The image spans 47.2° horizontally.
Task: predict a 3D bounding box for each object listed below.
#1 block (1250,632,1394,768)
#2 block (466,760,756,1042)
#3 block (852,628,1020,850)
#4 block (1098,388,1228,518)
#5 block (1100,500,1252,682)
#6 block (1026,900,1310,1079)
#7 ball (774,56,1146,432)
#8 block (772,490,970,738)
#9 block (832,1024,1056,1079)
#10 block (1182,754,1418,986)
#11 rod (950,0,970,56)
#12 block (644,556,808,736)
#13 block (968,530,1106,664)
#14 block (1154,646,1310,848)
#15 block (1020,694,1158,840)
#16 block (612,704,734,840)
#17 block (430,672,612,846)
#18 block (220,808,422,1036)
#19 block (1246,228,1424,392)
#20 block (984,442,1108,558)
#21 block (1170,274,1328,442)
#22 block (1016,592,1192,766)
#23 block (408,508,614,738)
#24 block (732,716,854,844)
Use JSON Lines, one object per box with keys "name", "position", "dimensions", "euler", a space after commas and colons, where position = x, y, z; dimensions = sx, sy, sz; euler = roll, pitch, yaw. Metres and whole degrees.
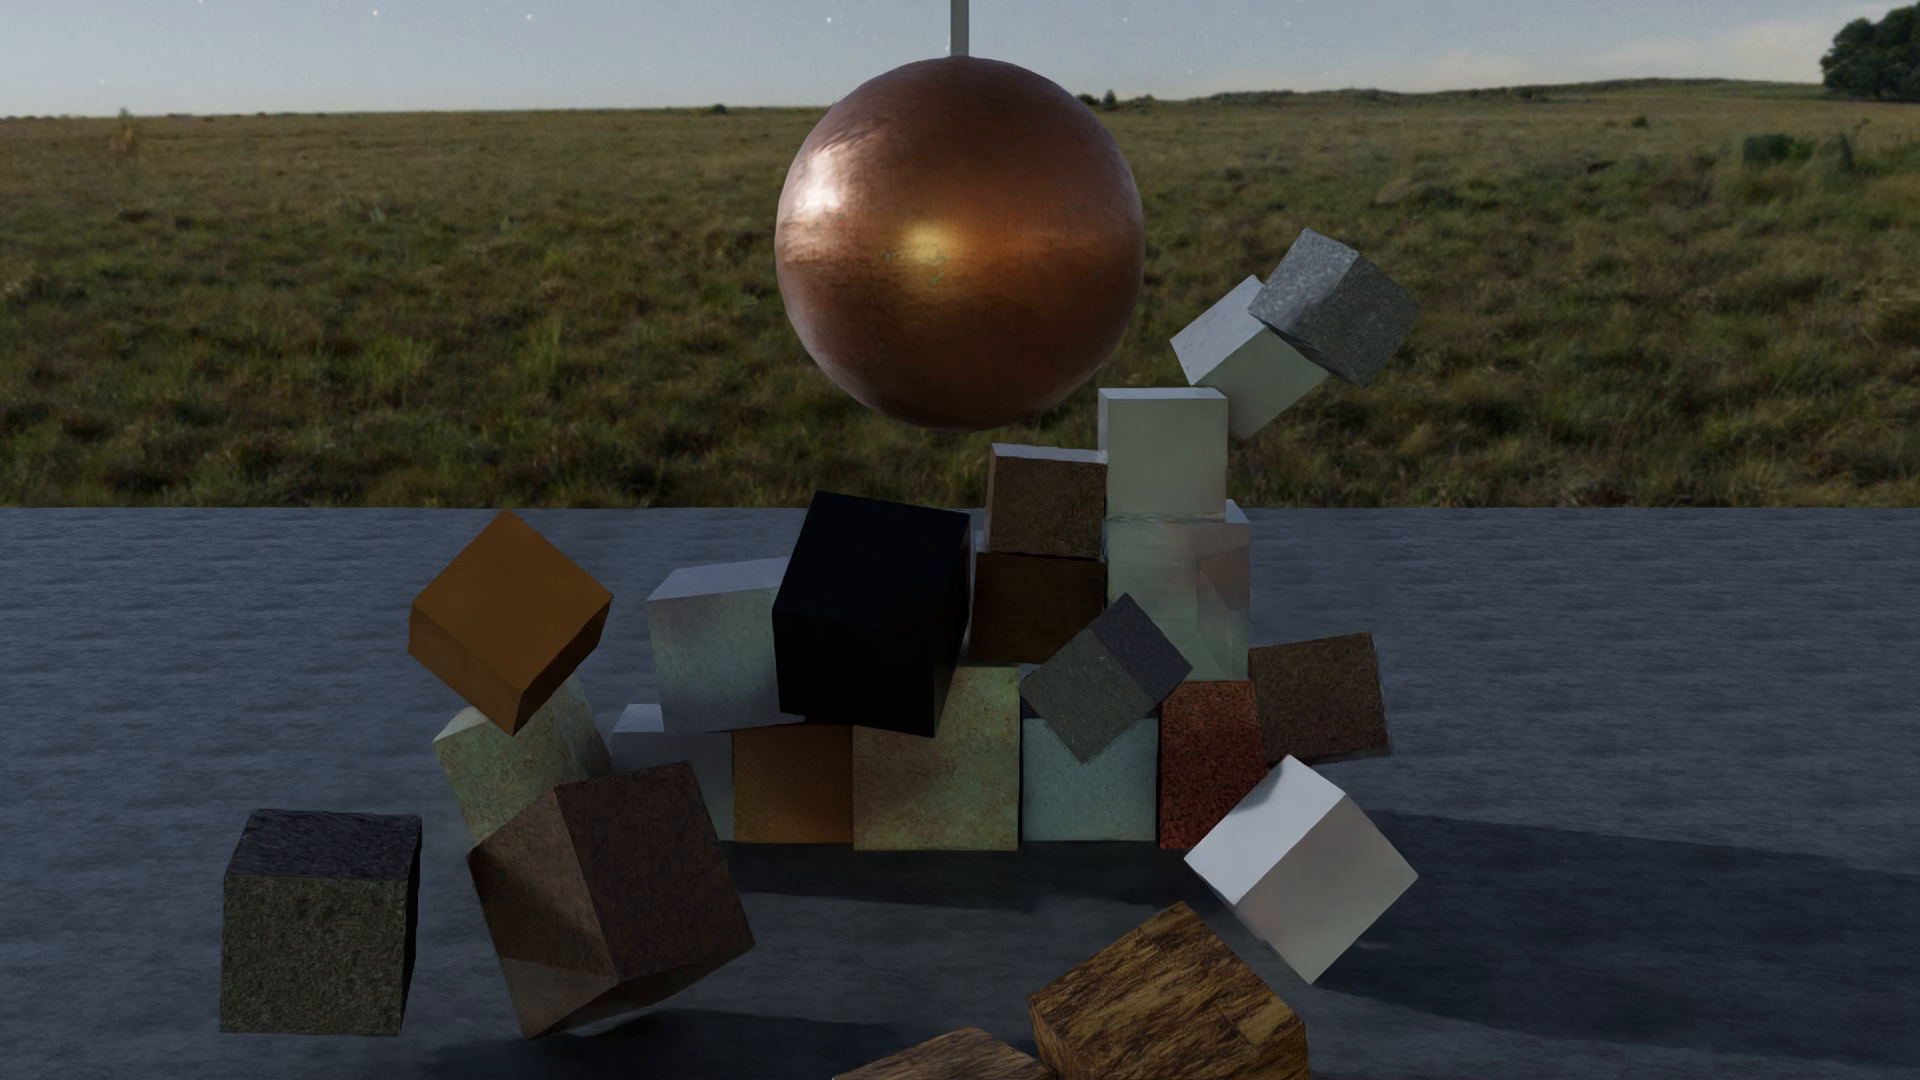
{"name": "block", "position": [1.641, 0.738, 9.957], "dimensions": [0.542, 0.509, 0.570], "euler": [-9, -11, 11]}
{"name": "block", "position": [-1.385, 1.416, 8.664], "dimensions": [0.640, 0.782, 0.757], "euler": [-7, -21, -43]}
{"name": "block", "position": [-0.122, 1.011, 11.367], "dimensions": [0.823, 0.943, 0.893], "euler": [0, 10, 0]}
{"name": "block", "position": [1.015, -0.444, 11.103], "dimensions": [0.596, 0.597, 0.493], "euler": [0, 10, -2]}
{"name": "block", "position": [1.074, 0.244, 11.216], "dimensions": [0.703, 0.797, 0.730], "euler": [0, 10, 0]}
{"name": "block", "position": [0.671, 1.658, 6.966], "dimensions": [0.609, 0.552, 0.623], "euler": [-29, 43, -19]}
{"name": "ball", "position": [0.000, -1.263, 9.464], "dimensions": [1.600, 1.600, 1.600], "euler": [0, 10, 0]}
{"name": "block", "position": [-0.409, 0.353, 10.600], "dimensions": [0.766, 0.728, 0.807], "euler": [9, 46, 8]}
{"name": "block", "position": [-0.020, 1.957, 7.095], "dimensions": [0.534, 0.506, 0.531], "euler": [-15, 12, -28]}
{"name": "block", "position": [1.455, 1.406, 9.445], "dimensions": [0.657, 0.535, 0.568], "euler": [-44, 20, -4]}
{"name": "rod", "position": [0.000, -4.656, 9.689], "dimensions": [0.080, 5.200, 0.080], "euler": [0, -4, 0]}
{"name": "block", "position": [-1.137, 0.527, 11.269], "dimensions": [0.707, 0.694, 0.798], "euler": [-6, 10, 5]}
{"name": "block", "position": [0.379, 0.295, 11.194], "dimensions": [0.638, 0.539, 0.617], "euler": [4, 10, -1]}
{"name": "block", "position": [1.376, 1.057, 11.363], "dimensions": [0.741, 0.855, 0.800], "euler": [0, 10, 0]}
{"name": "block", "position": [0.656, 1.159, 11.408], "dimensions": [0.680, 0.639, 0.593], "euler": [0, 10, 0]}
{"name": "block", "position": [-1.449, 1.197, 11.385], "dimensions": [0.606, 0.571, 0.550], "euler": [0, 10, 0]}
{"name": "block", "position": [-2.216, 1.110, 11.251], "dimensions": [0.627, 0.603, 0.660], "euler": [-21, 9, 5]}
{"name": "block", "position": [-2.458, 1.470, 8.510], "dimensions": [0.653, 0.630, 0.668], "euler": [4, 14, -10]}
{"name": "block", "position": [1.709, -1.055, 10.033], "dimensions": [0.480, 0.467, 0.442], "euler": [32, 6, -34]}
{"name": "block", "position": [0.425, -0.204, 11.096], "dimensions": [0.551, 0.474, 0.533], "euler": [4, 9, -3]}
{"name": "block", "position": [1.515, -0.959, 11.556], "dimensions": [0.561, 0.467, 0.514], "euler": [-38, 30, 15]}
{"name": "block", "position": [0.560, 0.535, 8.502], "dimensions": [0.444, 0.390, 0.355], "euler": [-44, -4, 36]}
{"name": "block", "position": [-1.880, 0.351, 9.168], "dimensions": [0.561, 0.573, 0.623], "euler": [-50, -3, -26]}
{"name": "block", "position": [-0.838, 1.173, 11.392], "dimensions": [0.602, 0.616, 0.653], "euler": [0, 10, 0]}
